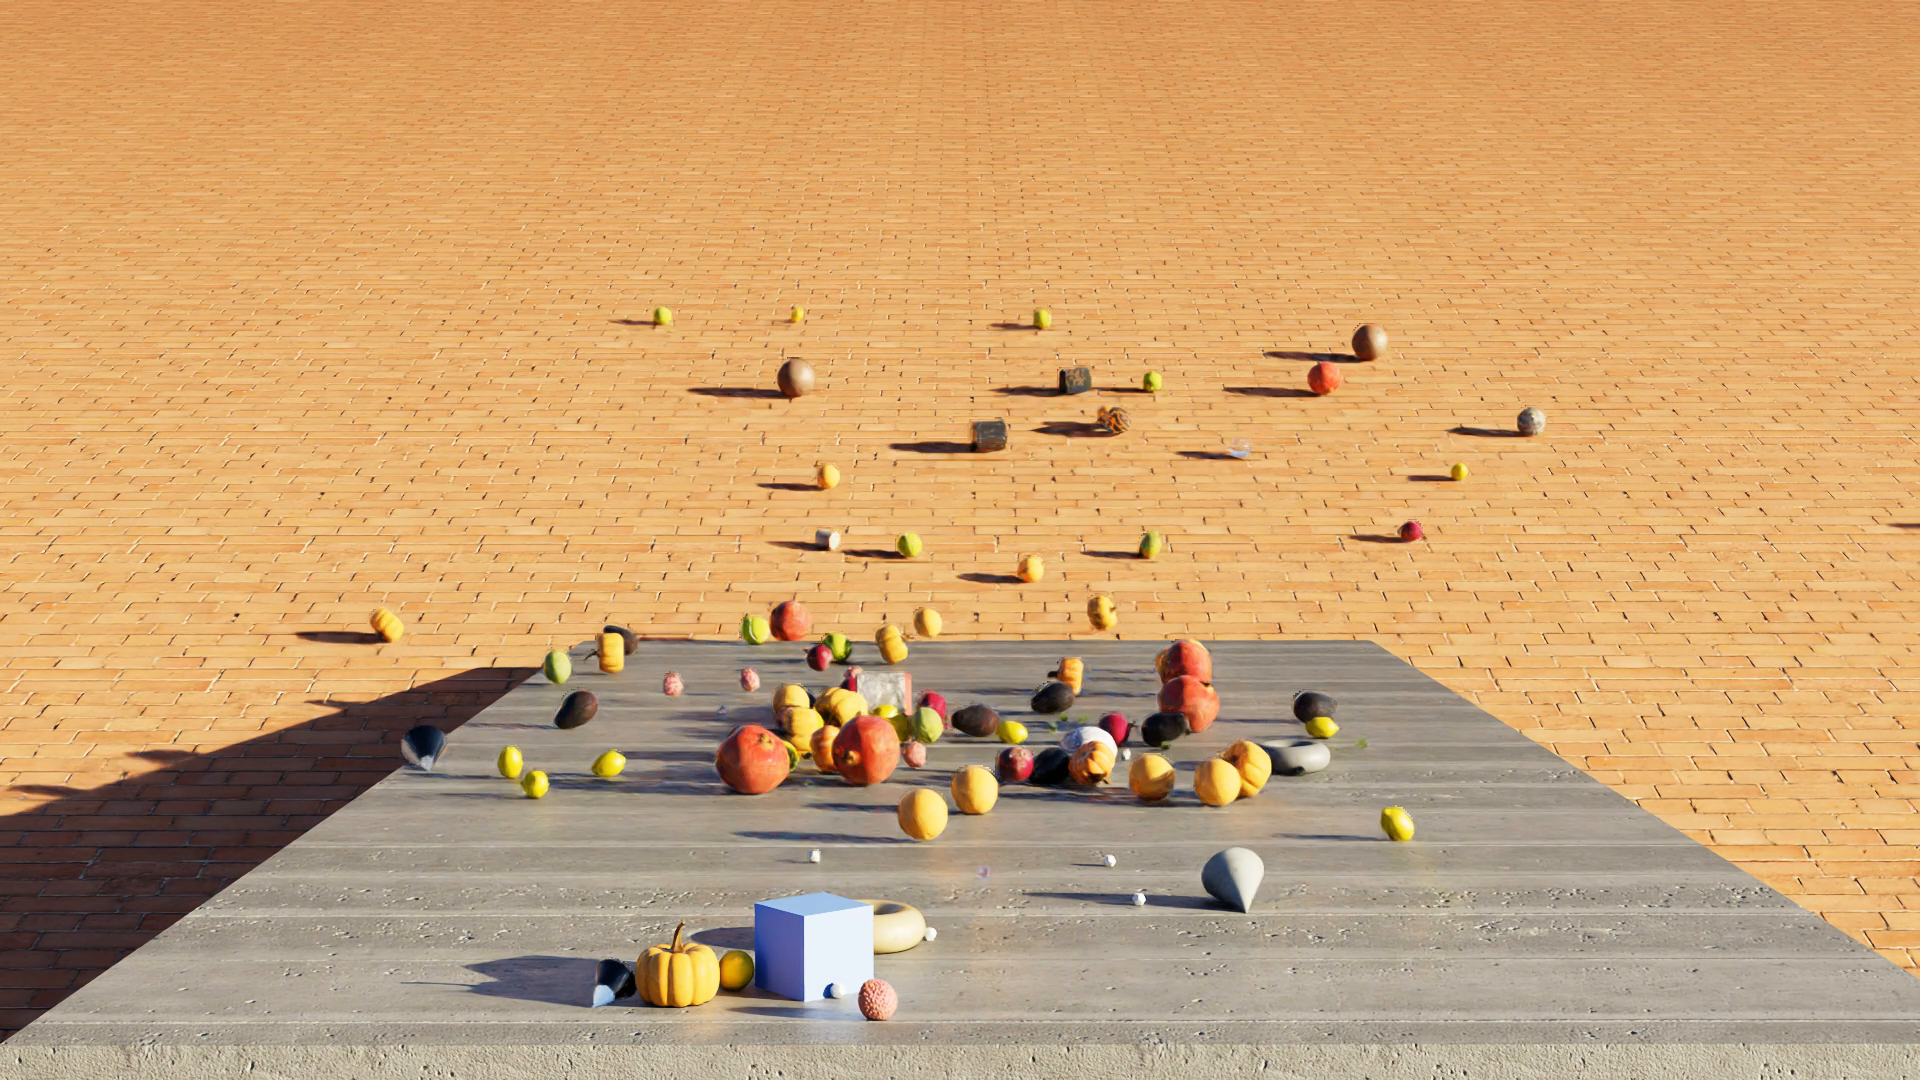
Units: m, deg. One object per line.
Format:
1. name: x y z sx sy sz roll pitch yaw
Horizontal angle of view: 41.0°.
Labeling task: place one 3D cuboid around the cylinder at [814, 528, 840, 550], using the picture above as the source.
1. cylinder: -0.385 -0.003 7.426 0.052 0.052 0.052 13 24 30

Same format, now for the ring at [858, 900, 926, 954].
1. ring: -0.107 0.449 2.984 0.134 0.045 0.134 1 4 0

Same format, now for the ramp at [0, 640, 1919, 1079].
1. ramp: 0.047 0.426 4.533 2.000 0.100 4.000 0 3 0

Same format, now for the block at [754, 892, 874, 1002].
1. block: -0.158 0.438 2.771 0.091 0.091 0.091 -3 5 -39

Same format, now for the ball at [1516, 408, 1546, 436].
1. ball: 1.872 -0.387 8.416 0.093 0.093 0.093 0 20 0

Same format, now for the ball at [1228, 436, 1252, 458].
1. ball: 0.894 -0.296 8.200 0.070 0.070 0.070 0 20 0

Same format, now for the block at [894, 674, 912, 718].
1. block: -0.135 0.306 5.056 0.076 0.076 0.076 0 3 -3

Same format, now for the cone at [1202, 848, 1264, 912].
1. cone: 0.348 0.440 3.196 0.080 0.080 0.080 -3 30 -7

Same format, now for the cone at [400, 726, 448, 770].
1. cone: -0.905 0.370 4.356 0.080 0.080 0.080 -5 32 -14

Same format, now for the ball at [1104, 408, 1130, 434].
1. ball: 0.514 -0.390 8.417 0.090 0.090 0.090 0 20 0

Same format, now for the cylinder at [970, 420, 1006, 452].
1. cylinder: 0.091 -0.335 8.264 0.097 0.097 0.097 -5 21 -13

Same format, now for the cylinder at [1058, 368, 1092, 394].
1. cylinder: 0.396 -0.549 8.858 0.087 0.087 0.087 -6 21 -20

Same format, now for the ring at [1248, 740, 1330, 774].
1. ring: 0.556 0.366 4.334 0.137 0.046 0.137 -2 3 0
